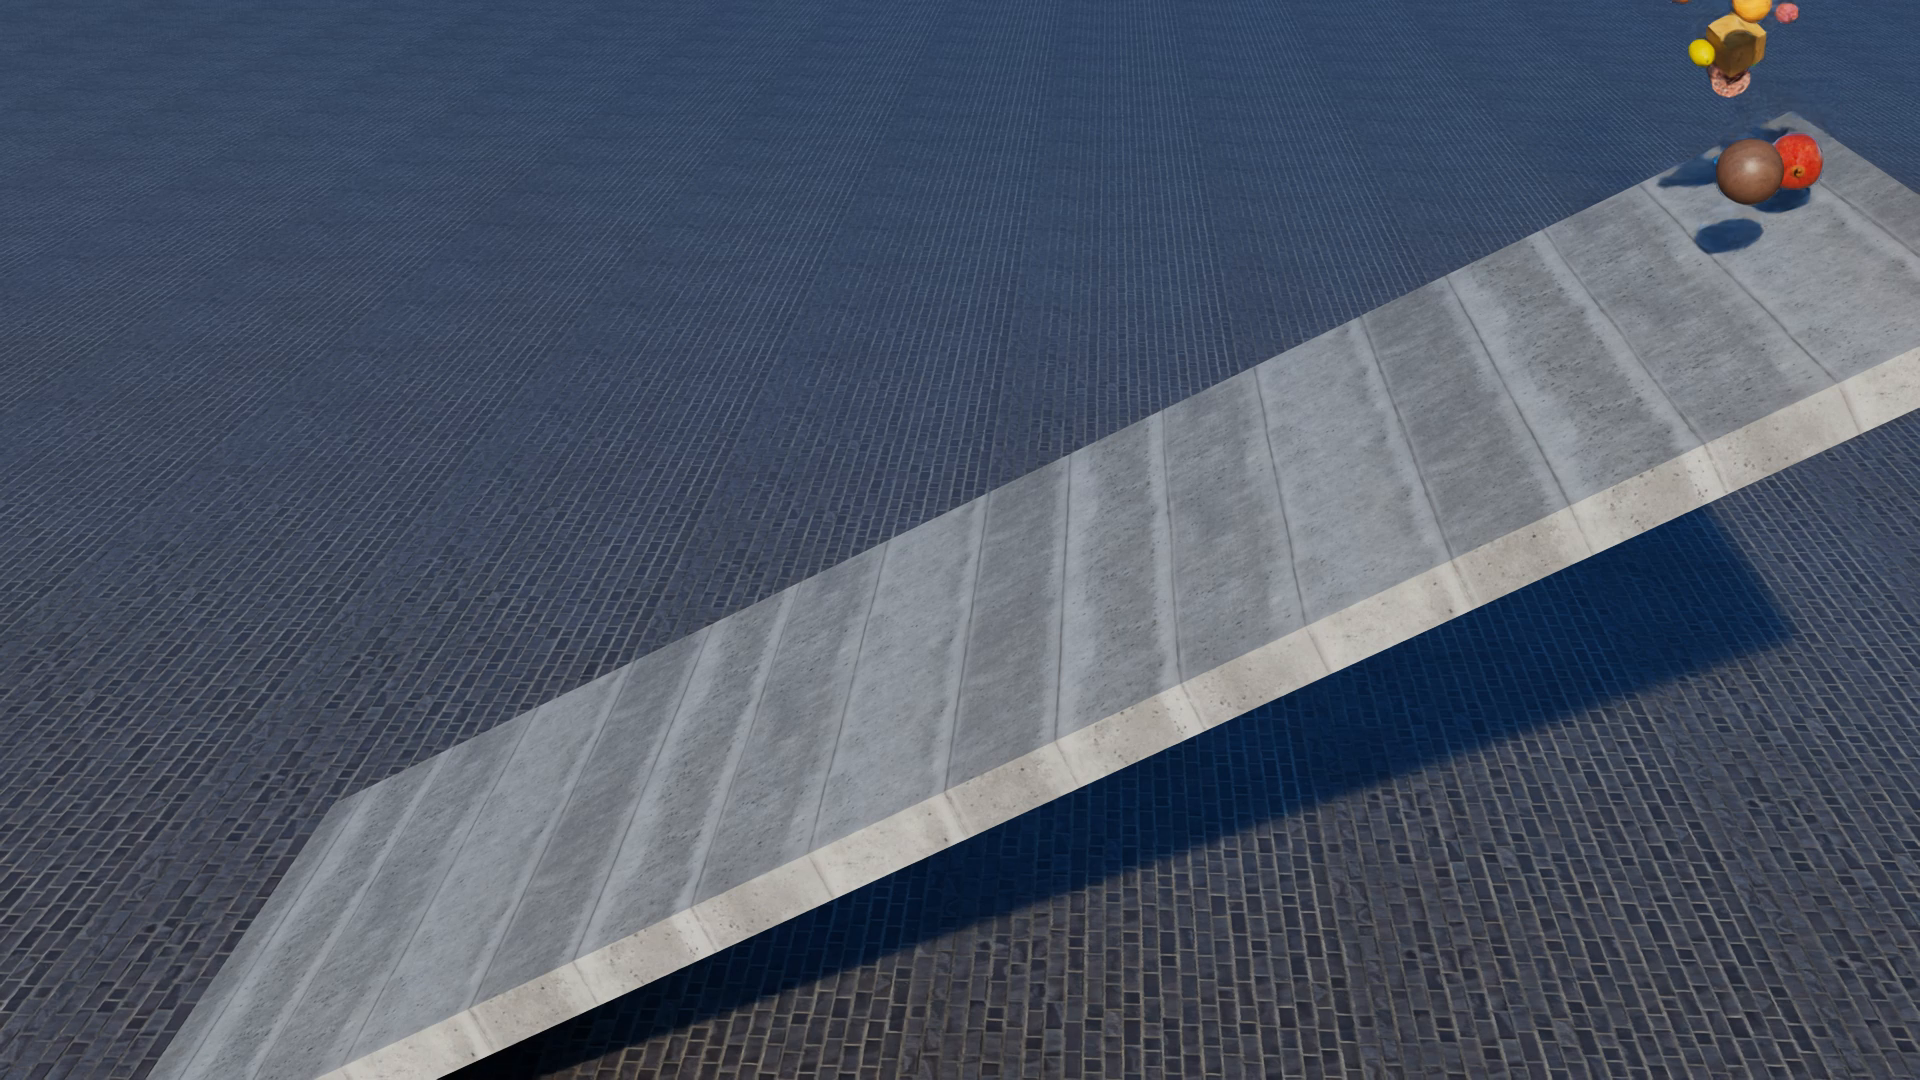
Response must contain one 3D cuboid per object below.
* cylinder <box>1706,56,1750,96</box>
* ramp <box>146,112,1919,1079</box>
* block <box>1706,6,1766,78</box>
[{"bbox_3d":[1.564,-0.955,5.992,0.077,0.077,0.077,1,36,2],"label":"cylinder"},{"bbox_3d":[0.139,0.168,6.281,4.000,0.100,2.000,-25,14,10],"label":"ramp"},{"bbox_3d":[1.556,-0.998,5.898,0.082,0.082,0.082,-29,60,-6],"label":"block"}]
